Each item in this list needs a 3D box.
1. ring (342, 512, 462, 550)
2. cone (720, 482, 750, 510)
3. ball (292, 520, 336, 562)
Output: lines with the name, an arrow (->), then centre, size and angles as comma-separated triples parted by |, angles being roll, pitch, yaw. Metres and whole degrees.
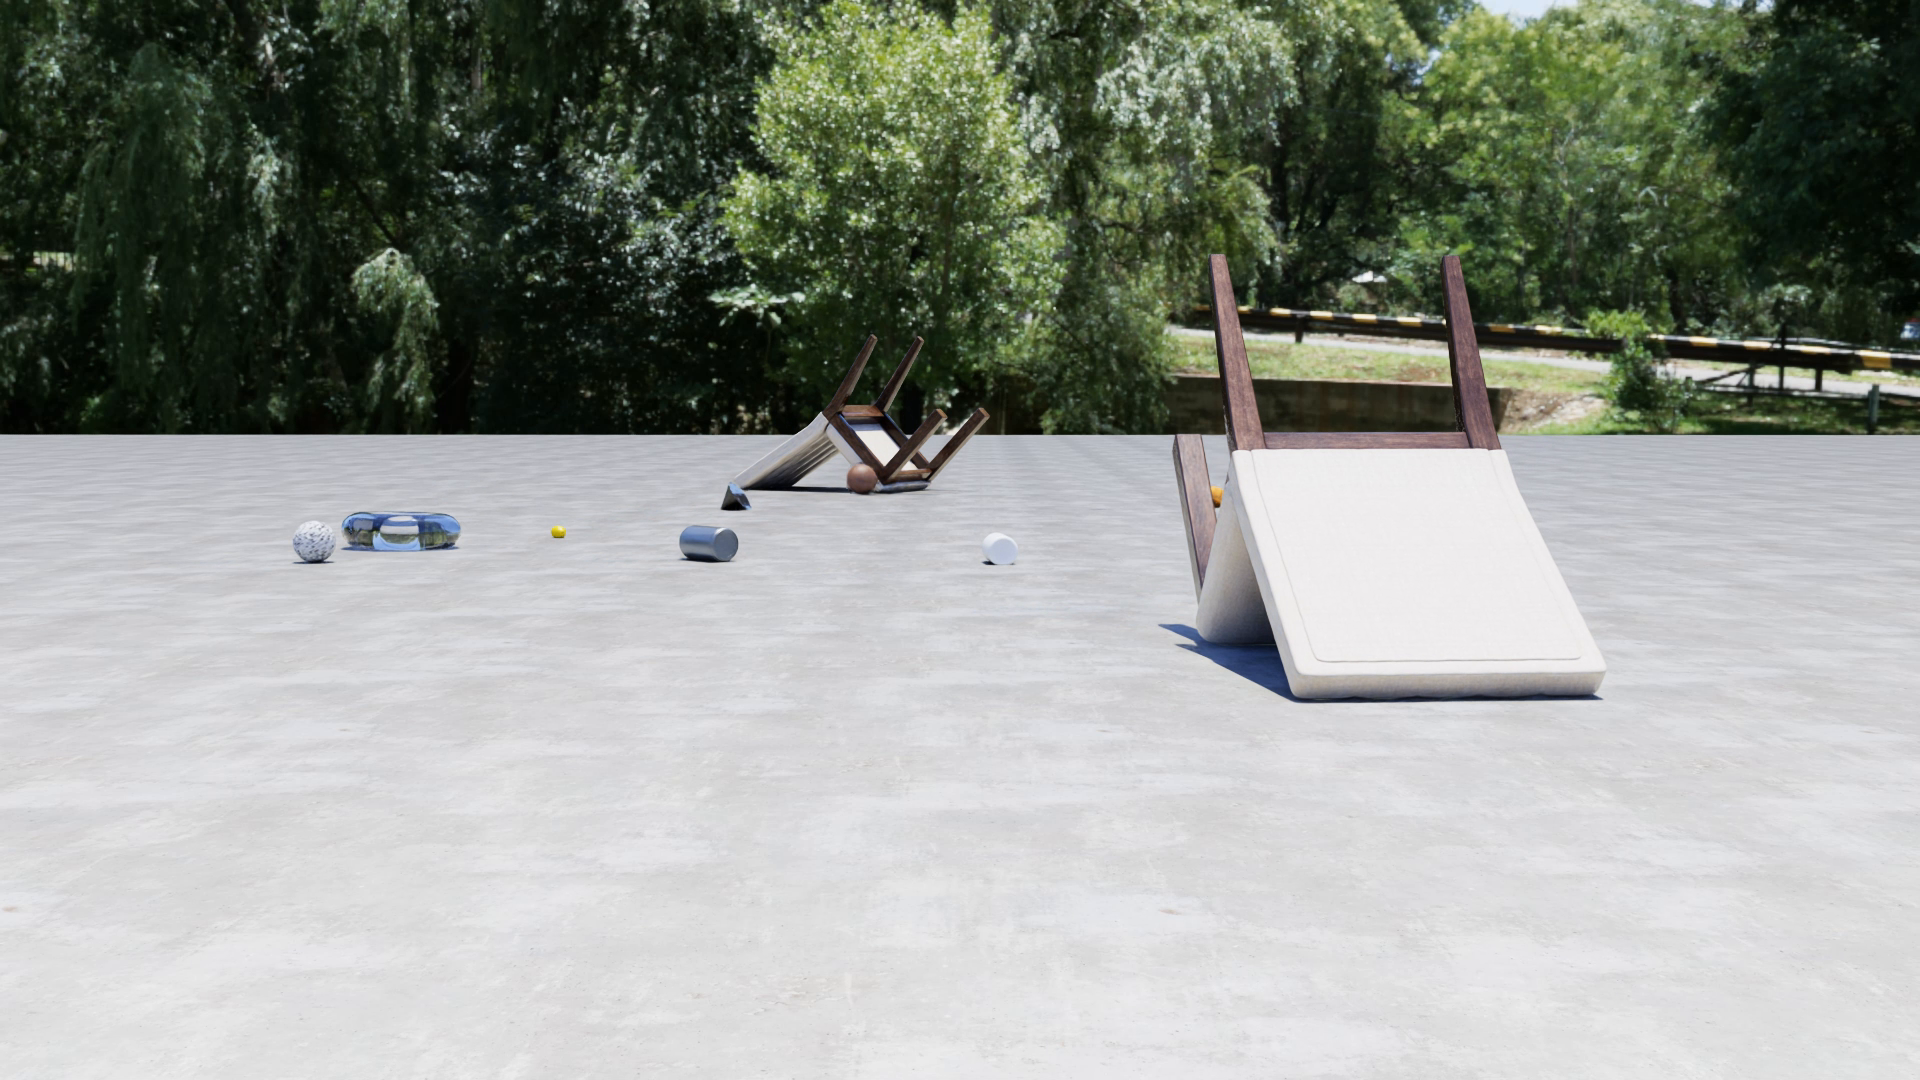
ring -> -1.576, -0.026, 6.204 | 0.342, 0.100, 0.272 | 2, 3, 11
cone -> -0.856, -0.139, 8.190 | 0.091, 0.122, 0.165 | -34, -10, 8
ball -> -1.671, 0.004, 5.692 | 0.108, 0.108, 0.108 | 0, 4, 0
